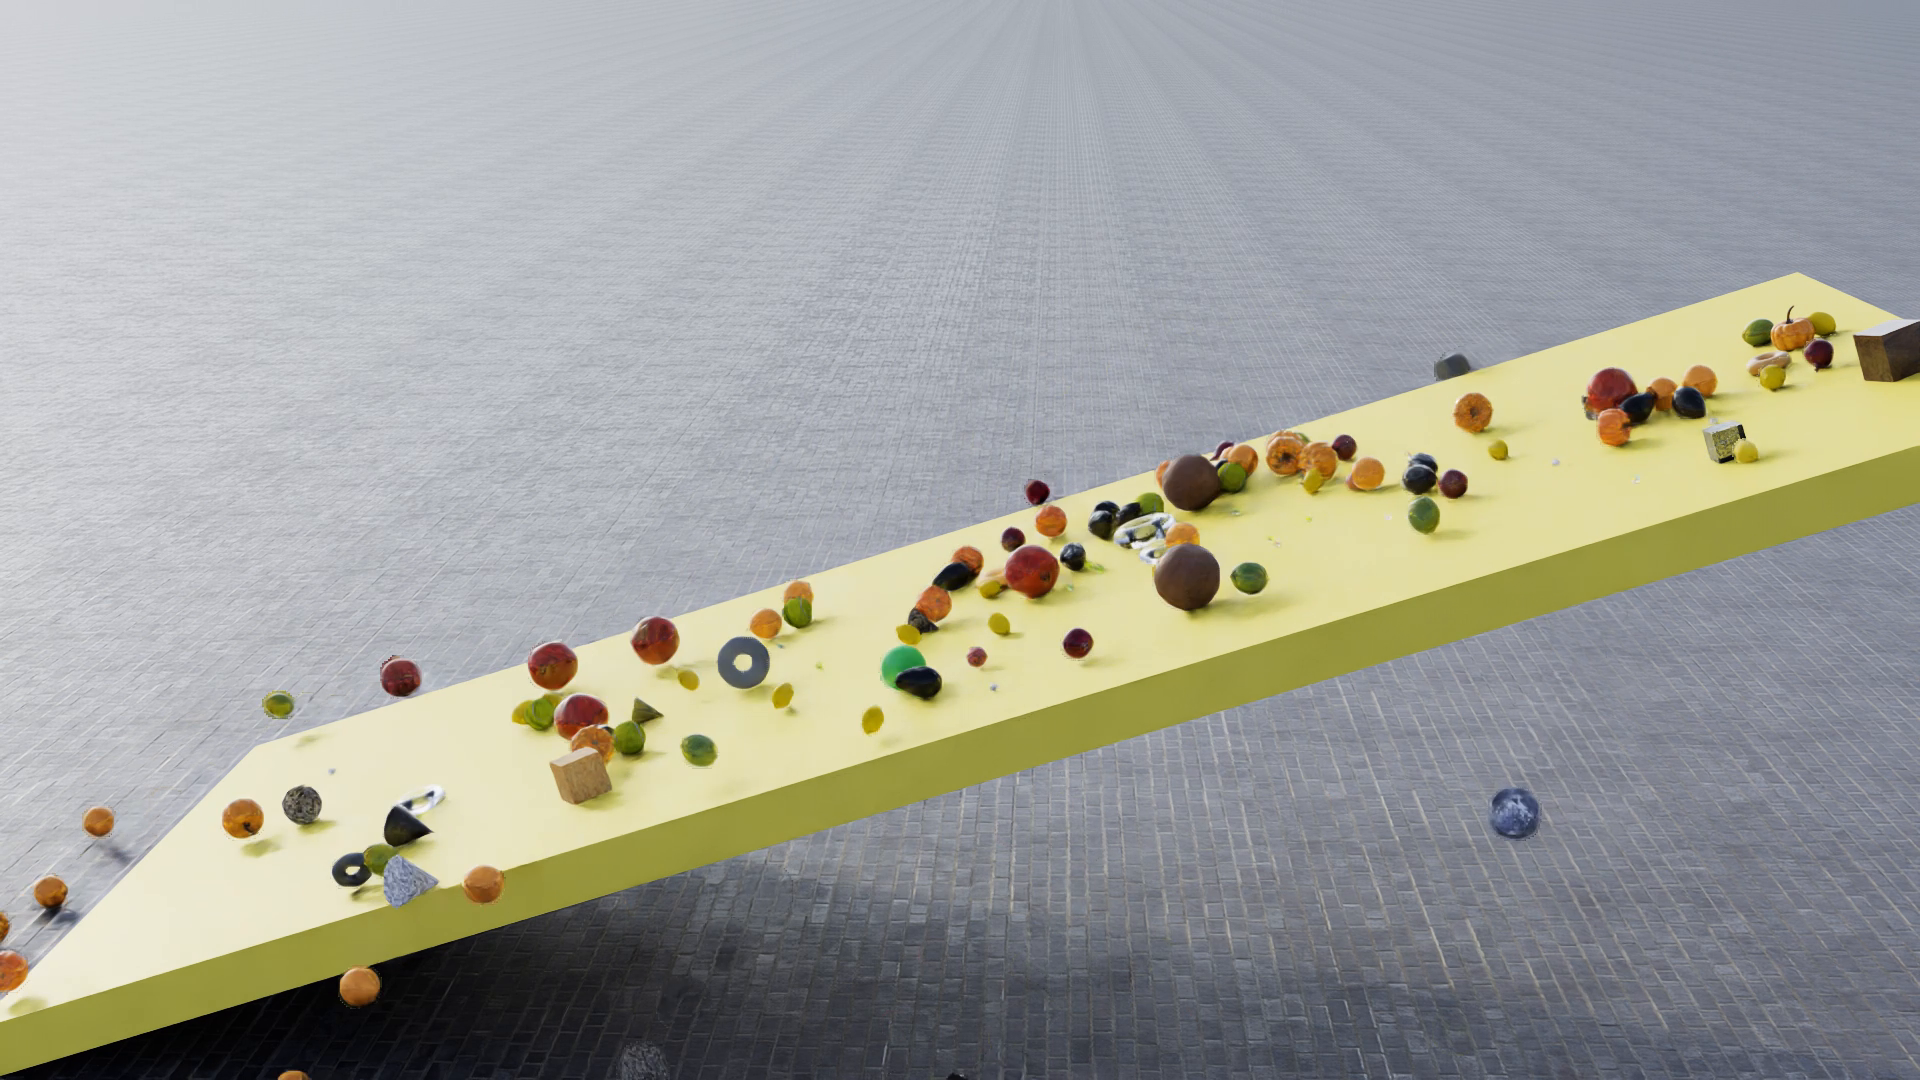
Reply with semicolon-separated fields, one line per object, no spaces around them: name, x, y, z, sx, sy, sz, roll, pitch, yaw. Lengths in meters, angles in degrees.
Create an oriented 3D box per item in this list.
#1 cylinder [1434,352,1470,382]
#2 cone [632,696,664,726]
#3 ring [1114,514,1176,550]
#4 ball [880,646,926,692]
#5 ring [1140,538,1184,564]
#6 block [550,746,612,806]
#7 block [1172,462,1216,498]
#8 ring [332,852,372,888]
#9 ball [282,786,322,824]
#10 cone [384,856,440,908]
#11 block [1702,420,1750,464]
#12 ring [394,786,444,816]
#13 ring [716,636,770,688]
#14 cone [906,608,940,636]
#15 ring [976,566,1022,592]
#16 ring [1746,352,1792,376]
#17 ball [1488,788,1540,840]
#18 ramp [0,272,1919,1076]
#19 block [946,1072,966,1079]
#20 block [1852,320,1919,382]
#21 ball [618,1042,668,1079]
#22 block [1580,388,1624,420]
cylinder;1.211;-0.423;7.239;0.059;0.059;0.059;-23;21;-25
cone;-0.663;0.370;6.270;0.066;0.066;0.066;8;11;-1
ring;0.405;-0.020;6.442;0.143;0.048;0.143;-19;9;3
ball;-0.111;0.252;5.777;0.091;0.091;0.091;0;11;0
ring;0.426;0.023;6.223;0.098;0.033;0.098;-18;14;5
block;-0.745;0.463;5.777;0.082;0.082;0.082;-22;11;-23
block;0.539;-0.139;6.792;0.064;0.064;0.064;-24;12;-30
ring;-1.159;0.629;5.613;0.078;0.078;0.026;-5;33;-23
ball;-1.420;0.572;6.351;0.084;0.084;0.084;0;11;0
cone;-0.999;0.631;5.435;0.096;0.096;0.096;6;4;-43
block;1.436;-0.184;5.512;0.060;0.060;0.060;-18;10;0
ring;-1.126;0.544;6.129;0.113;0.038;0.113;-19;10;4
ring;-0.460;0.260;6.249;0.114;0.114;0.038;-1;6;-3
cone;-0.074;0.182;6.249;0.065;0.065;0.065;13;15;14
ring;0.084;0.087;6.466;0.105;0.035;0.105;-17;12;4
ring;1.687;-0.369;6.134;0.094;0.031;0.094;-17;11;4
ball;0.953;0.470;5.057;0.089;0.089;0.089;0;11;0
ramp;0.100;0.183;6.311;4.000;0.100;2.000;-17;10;5
block;0.000;1.012;5.264;0.071;0.071;0.071;-43;29;-24
block;1.818;-0.369;5.730;0.095;0.095;0.095;-21;11;-15
ball;-0.571;0.952;5.297;0.093;0.093;0.093;0;11;0
block;1.354;-0.287;6.203;0.054;0.054;0.054;-23;11;-25
